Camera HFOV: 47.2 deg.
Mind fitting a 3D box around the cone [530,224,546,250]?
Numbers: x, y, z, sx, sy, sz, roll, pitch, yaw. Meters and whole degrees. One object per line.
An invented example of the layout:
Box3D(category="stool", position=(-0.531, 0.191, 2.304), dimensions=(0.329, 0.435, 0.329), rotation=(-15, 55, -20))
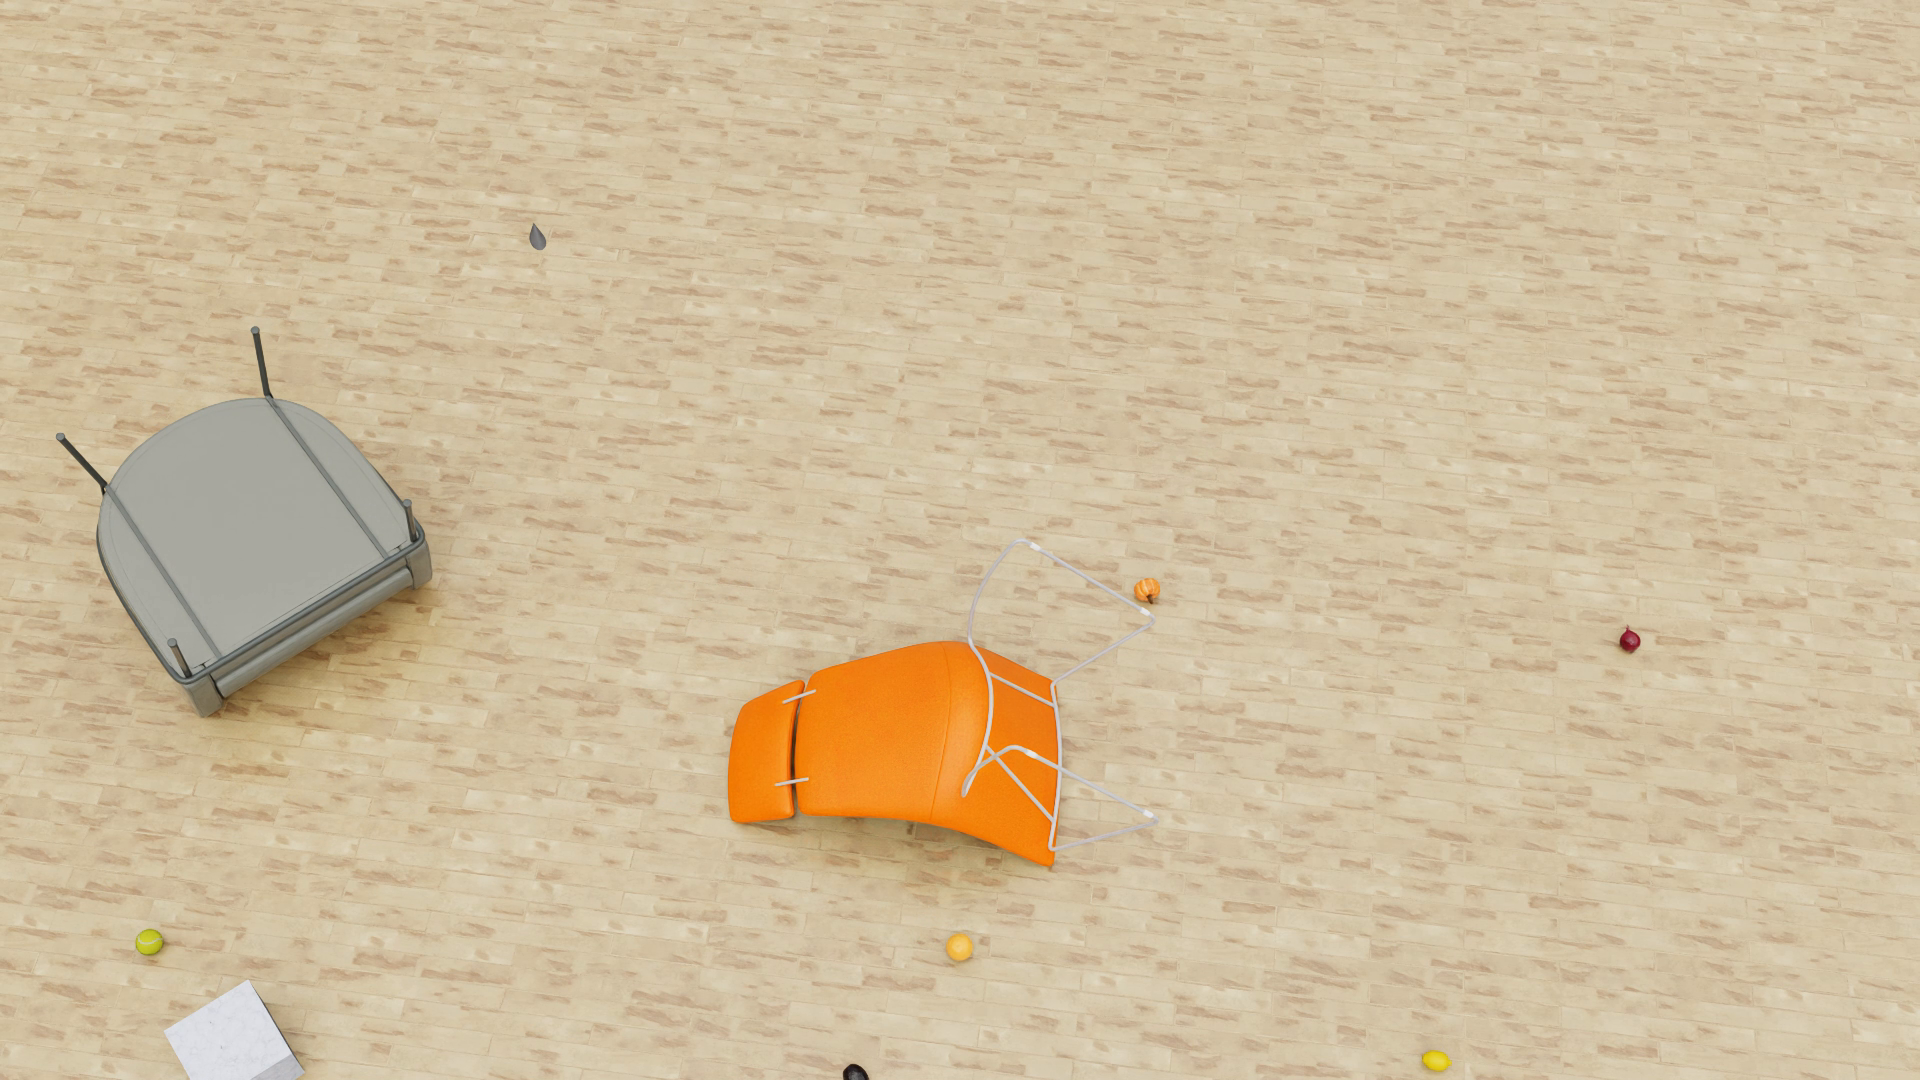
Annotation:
Box3D(category="cone", position=(-1.390, -1.011, 7.200), dimensions=(0.052, 0.087, 0.094), rotation=(-19, 58, -12))

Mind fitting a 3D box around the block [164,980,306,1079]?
Box3D(category="block", position=(-1.851, 1.307, 5.613), dimensions=(0.235, 0.139, 0.245), rotation=(-31, 62, -19))
